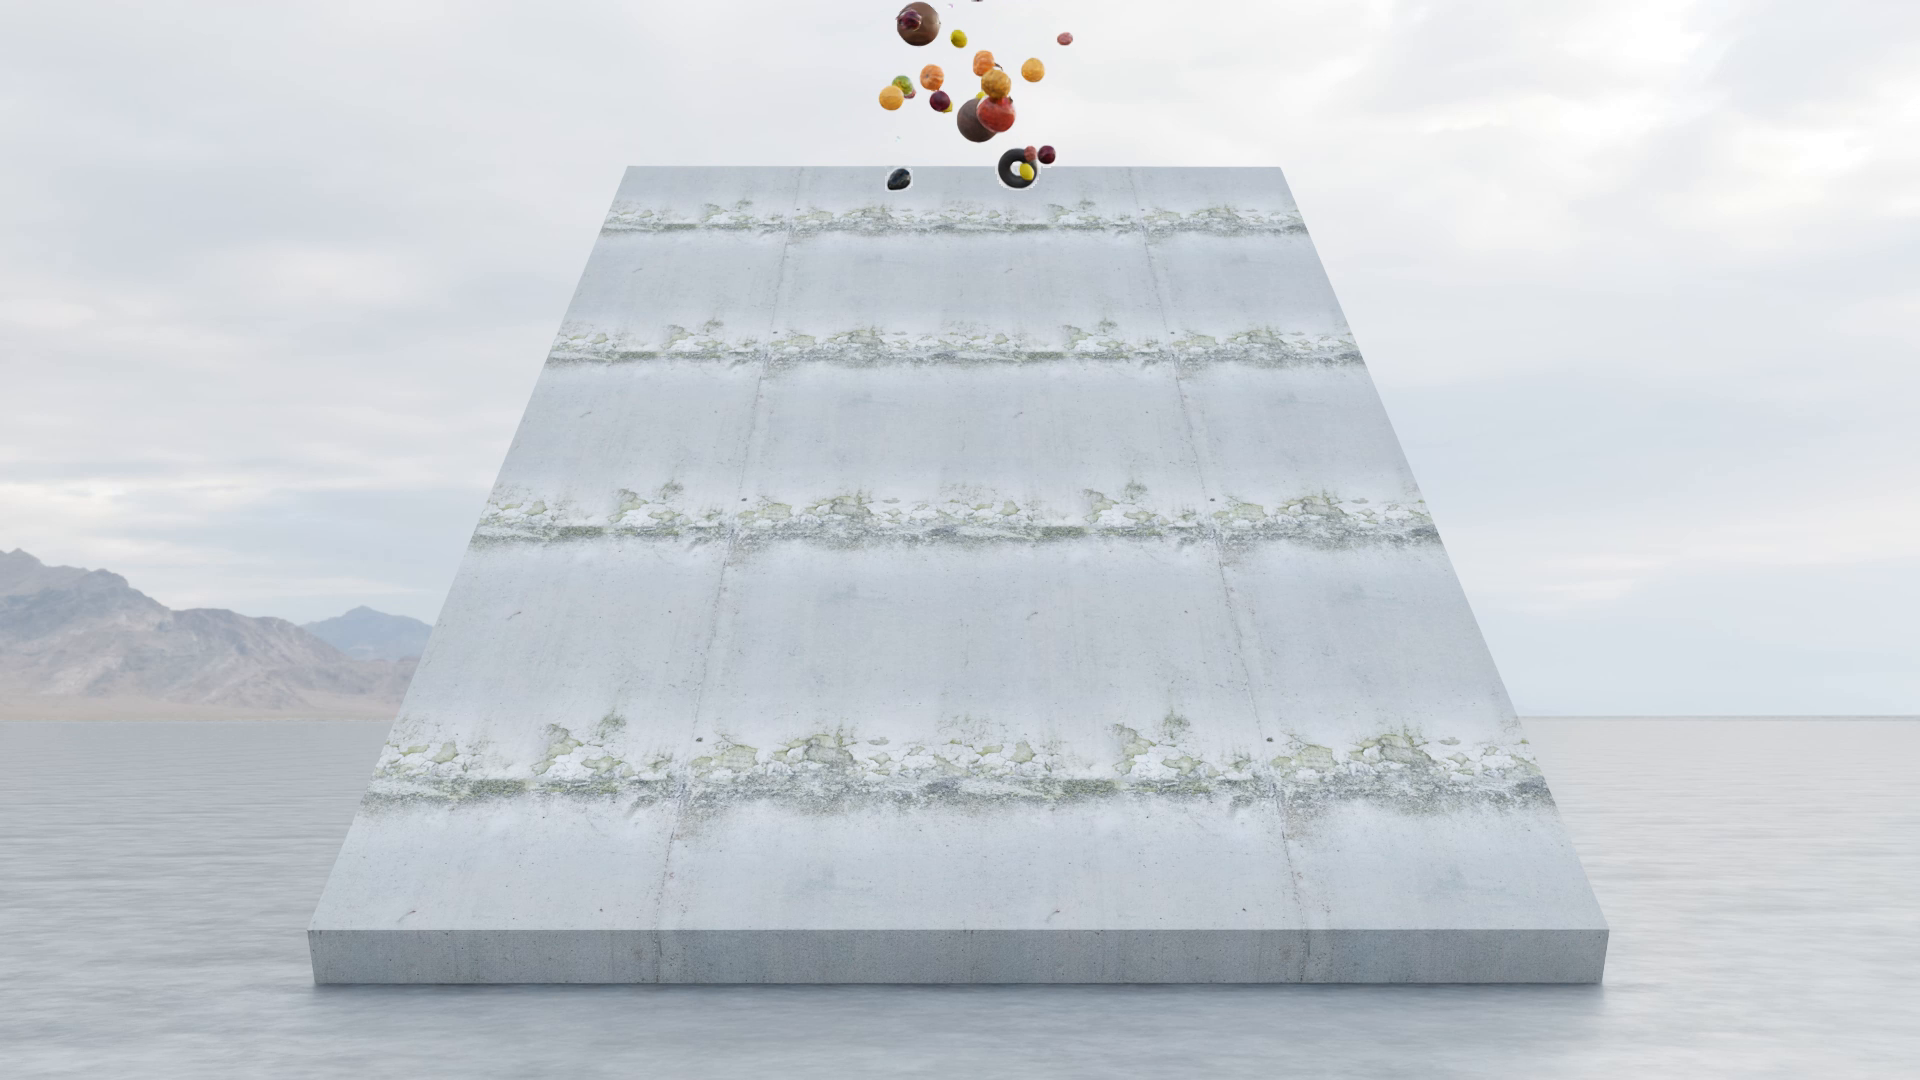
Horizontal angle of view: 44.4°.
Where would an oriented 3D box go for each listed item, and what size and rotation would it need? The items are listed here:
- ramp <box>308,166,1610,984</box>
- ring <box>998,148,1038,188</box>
[{"bbox_3d":[-0.010,-0.229,5.436,2.000,0.100,4.000,0,26,0],"label":"ramp"},{"bbox_3d":[0.170,-1.091,6.908,0.122,0.122,0.041,-1,21,18],"label":"ring"}]
